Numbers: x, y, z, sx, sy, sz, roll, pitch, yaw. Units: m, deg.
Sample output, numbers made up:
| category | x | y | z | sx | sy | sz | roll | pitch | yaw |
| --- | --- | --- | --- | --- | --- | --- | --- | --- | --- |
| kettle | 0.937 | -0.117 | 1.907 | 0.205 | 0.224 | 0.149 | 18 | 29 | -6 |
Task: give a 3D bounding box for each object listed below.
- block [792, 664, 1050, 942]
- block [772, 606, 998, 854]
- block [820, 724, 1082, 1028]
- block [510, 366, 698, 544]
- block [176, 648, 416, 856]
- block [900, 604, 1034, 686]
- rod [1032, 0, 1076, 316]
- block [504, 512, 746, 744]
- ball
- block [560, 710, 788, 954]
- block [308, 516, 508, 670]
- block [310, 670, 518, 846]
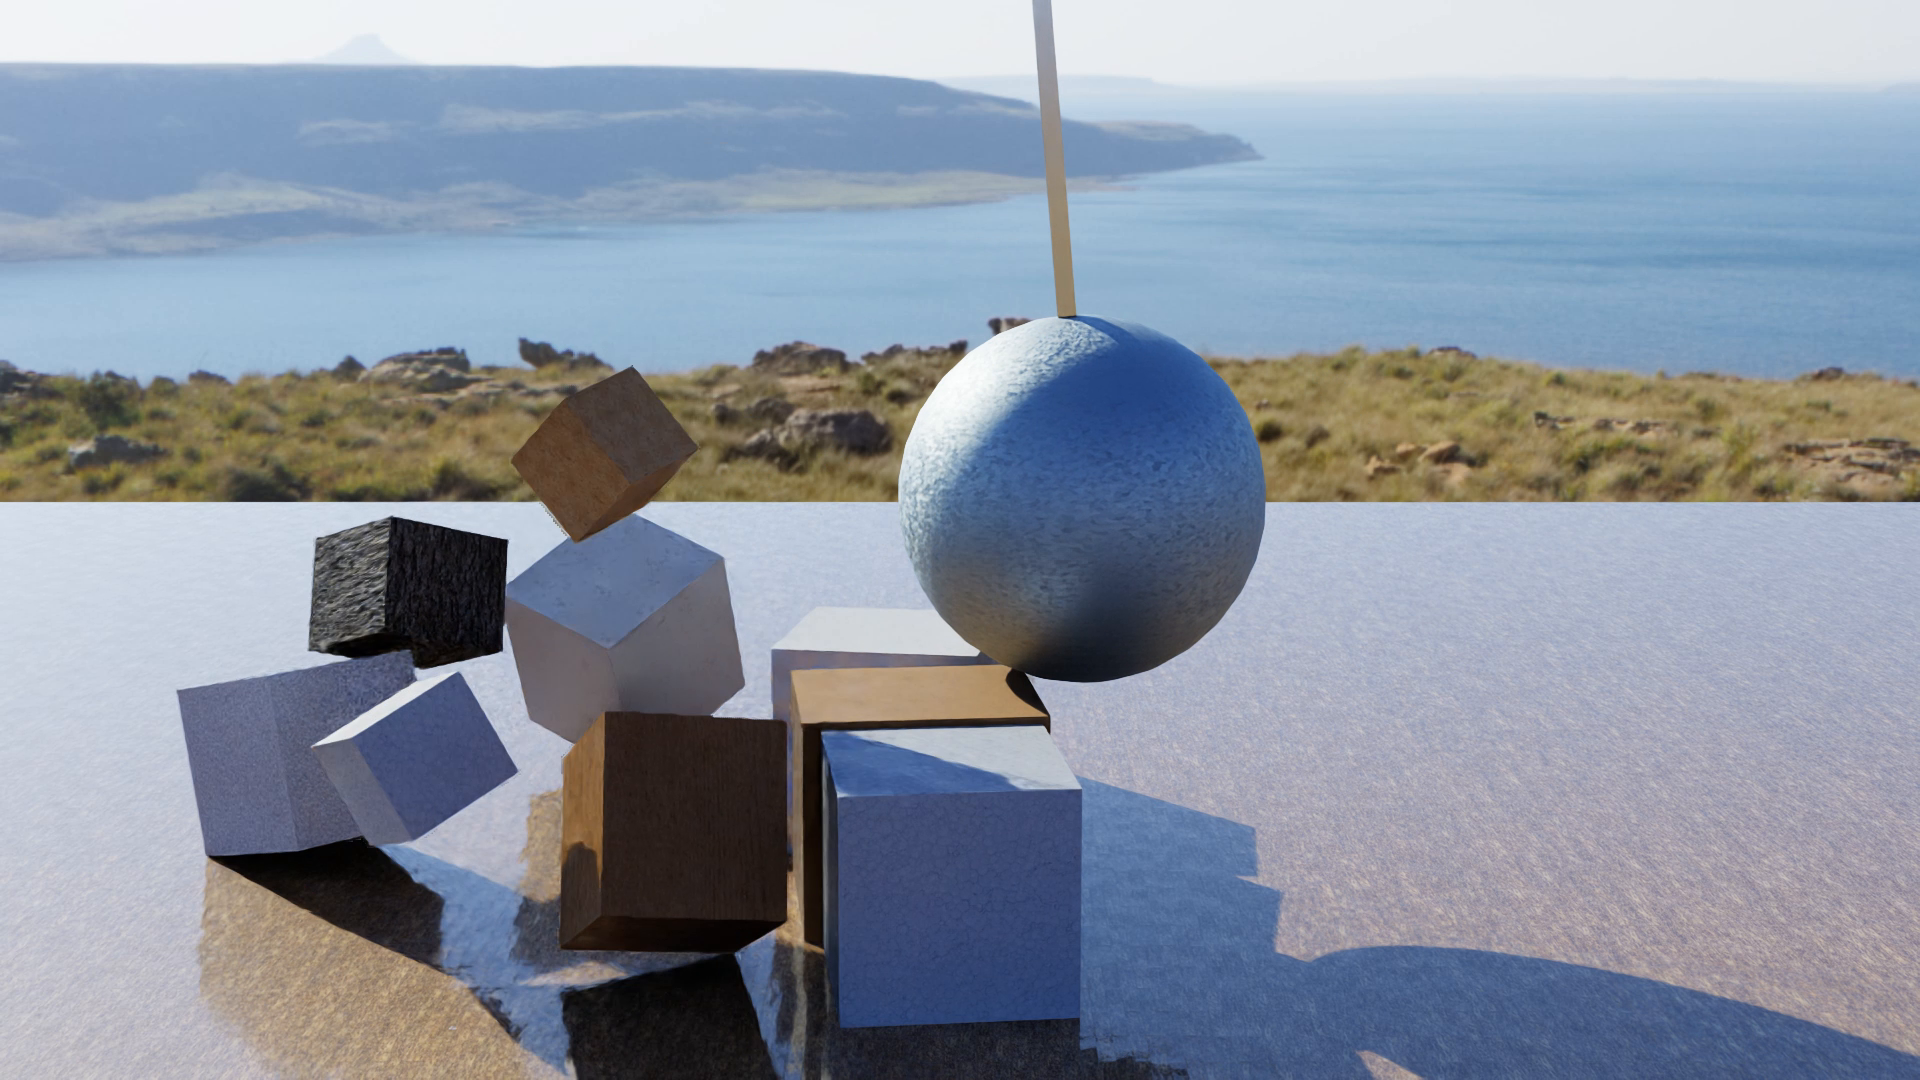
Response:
| category | x | y | z | sx | sy | sz | roll | pitch | yaw |
| --- | --- | --- | --- | --- | --- | --- | --- | --- | --- |
| block | -0.186 | 1.098 | 10.946 | 1.014 | 0.922 | 0.938 | -1 | 10 | -6 |
| block | -0.311 | 0.889 | 12.010 | 0.936 | 0.954 | 0.947 | 2 | 10 | 9 |
| block | -0.055 | 1.284 | 10.008 | 0.907 | 0.893 | 0.974 | -1 | 10 | -7 |
| block | -1.514 | -0.364 | 10.928 | 0.470 | 0.455 | 0.464 | -42 | -5 | 39 |
| block | -2.951 | 0.965 | 11.622 | 0.732 | 0.769 | 0.815 | -10 | 1 | -45 |
| block | 0.009 | 0.804 | 12.839 | 0.677 | 0.824 | 0.750 | 1 | 10 | 6 |
| rod | 0.229 | -3.512 | 10.542 | 0.080 | 5.200 | 0.080 | -5 | 10 | 1 |
| block | -1.710 | 0.508 | 13.089 | 0.771 | 0.885 | 0.829 | 24 | 48 | 31 |
| ball | 0.529 | -0.179 | 11.148 | 1.600 | 1.600 | 1.600 | 0 | 10 | 0 |
| block | -1.125 | 1.156 | 10.008 | 0.709 | 0.773 | 0.820 | 5 | -18 | -19 |
| block | -2.543 | 0.254 | 11.826 | 0.631 | 0.526 | 0.636 | 14 | -19 | -43 |
| block | -2.203 | 0.886 | 10.357 | 0.516 | 0.476 | 0.528 | -34 | 10 | -31 |
